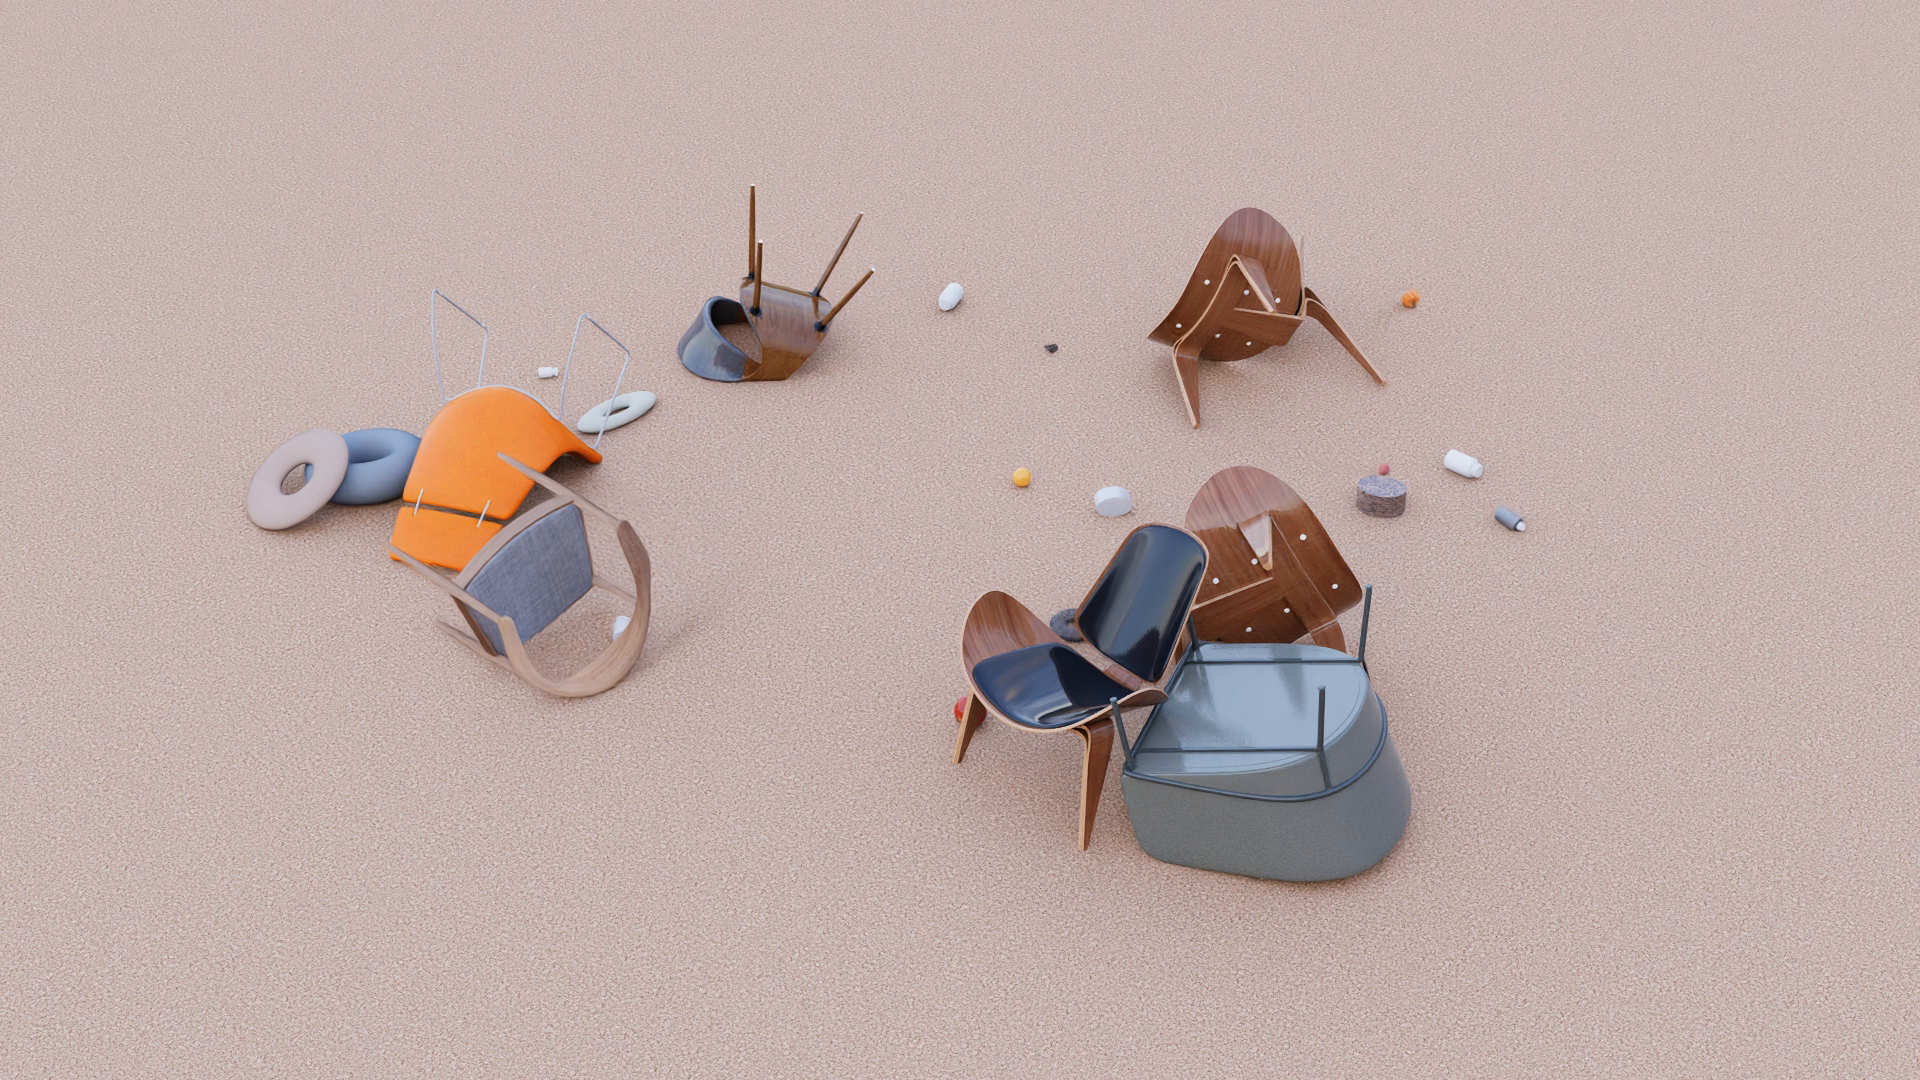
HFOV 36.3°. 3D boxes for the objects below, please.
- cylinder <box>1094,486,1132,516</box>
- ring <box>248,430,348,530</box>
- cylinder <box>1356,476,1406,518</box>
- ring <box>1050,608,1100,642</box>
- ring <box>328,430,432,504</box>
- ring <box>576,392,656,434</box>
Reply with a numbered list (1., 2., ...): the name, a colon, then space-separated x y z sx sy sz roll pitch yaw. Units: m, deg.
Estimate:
1. cylinder: 0.578 -0.145 11.087 0.133 0.086 0.078 -6 34 -2
2. ring: -2.502 -0.230 11.074 0.436 0.066 0.466 9 60 34
3. cylinder: 1.596 -0.163 11.106 0.186 0.094 0.148 11 35 16
4. ring: 0.409 0.303 10.445 0.180 0.043 0.182 -17 38 -22
5. ring: -2.264 -0.282 11.222 0.484 0.165 0.405 -8 31 -6
6. ring: -1.366 -0.510 11.675 0.168 0.048 0.387 28 43 37
